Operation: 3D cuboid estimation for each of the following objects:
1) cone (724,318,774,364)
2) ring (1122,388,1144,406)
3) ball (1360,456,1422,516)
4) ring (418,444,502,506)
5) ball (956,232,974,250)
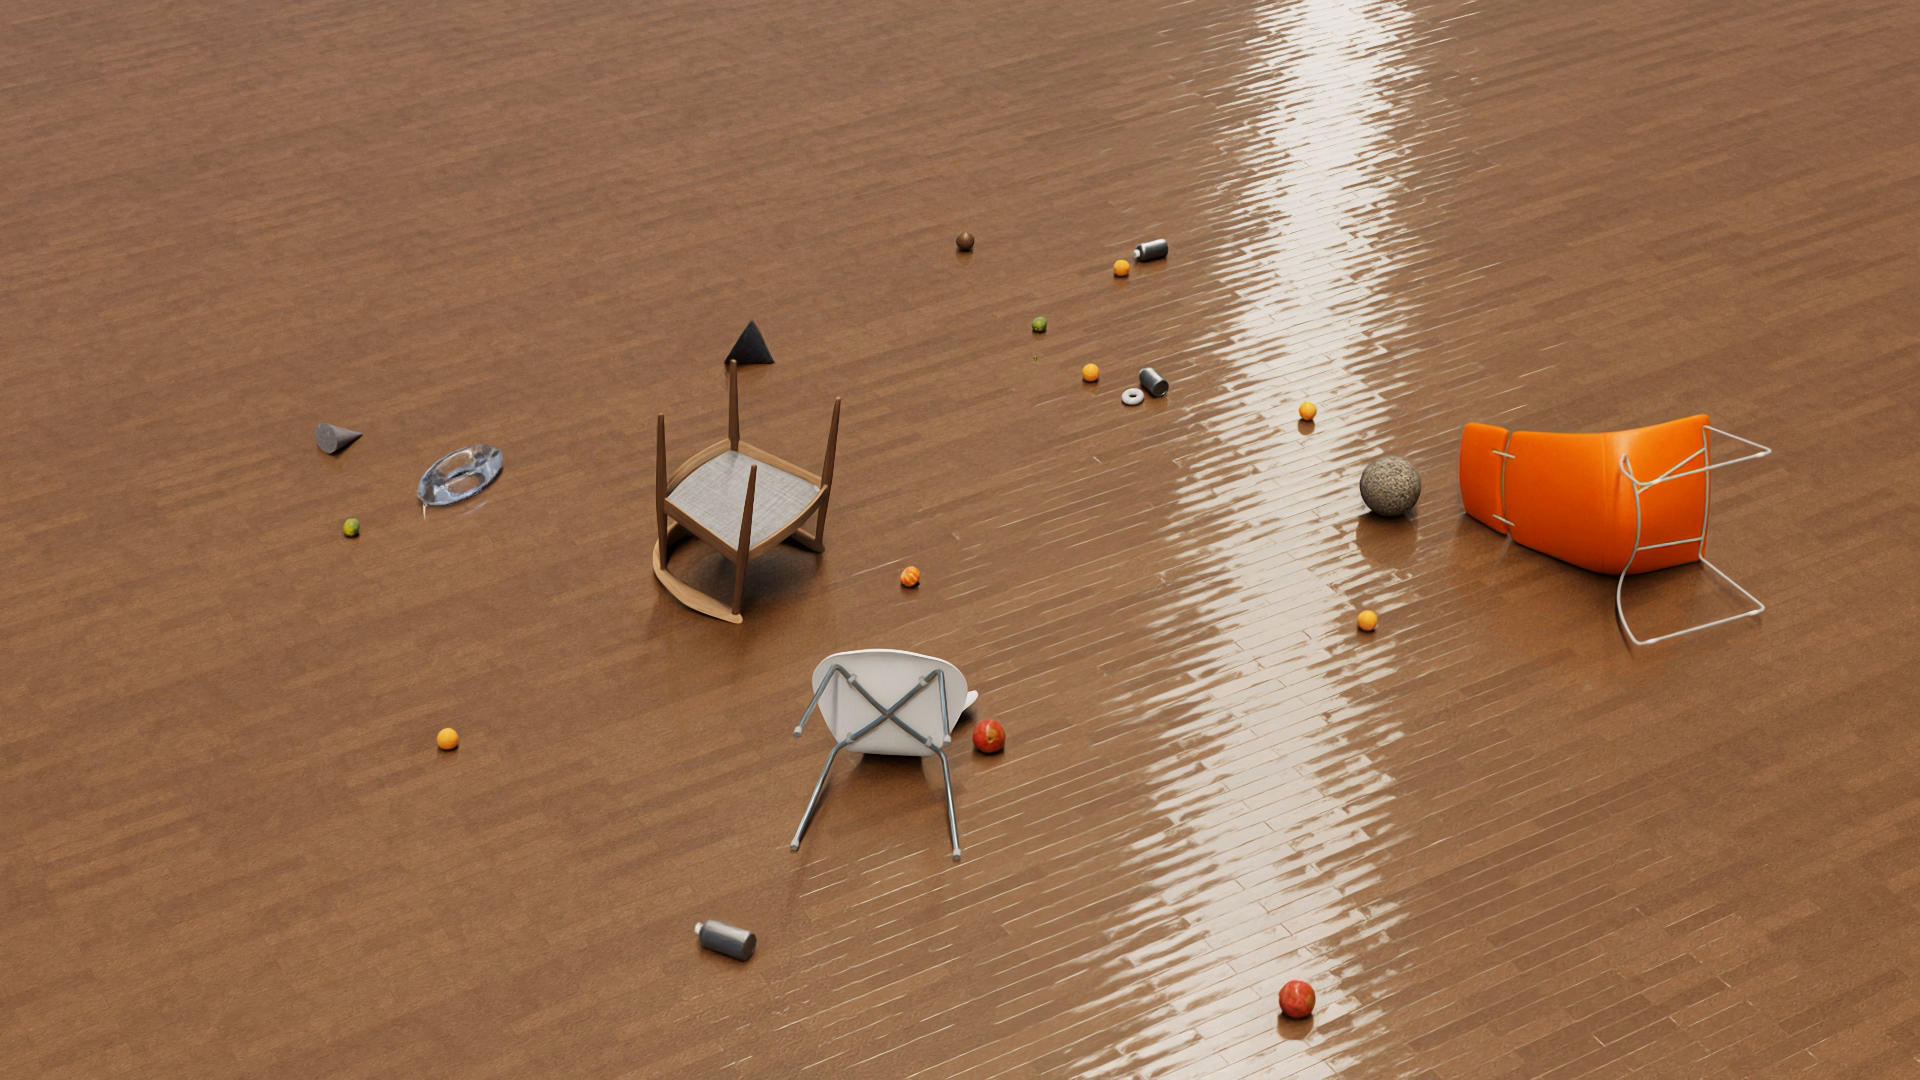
[{"bbox_3d":[-0.835,-0.774,12.042,0.176,0.188,0.251,32,48,-5],"label":"cone"},{"bbox_3d":[0.695,-0.576,11.793,0.089,0.029,0.116,9,34,15],"label":"ring"},{"bbox_3d":[1.622,-0.203,11.044,0.231,0.231,0.231,0,33,0],"label":"ball"},{"bbox_3d":[-1.917,-0.253,11.251,0.220,0.088,0.426,21,39,27],"label":"ring"},{"bbox_3d":[0.022,-1.312,12.860,0.083,0.083,0.083,0,33,0],"label":"ball"}]
